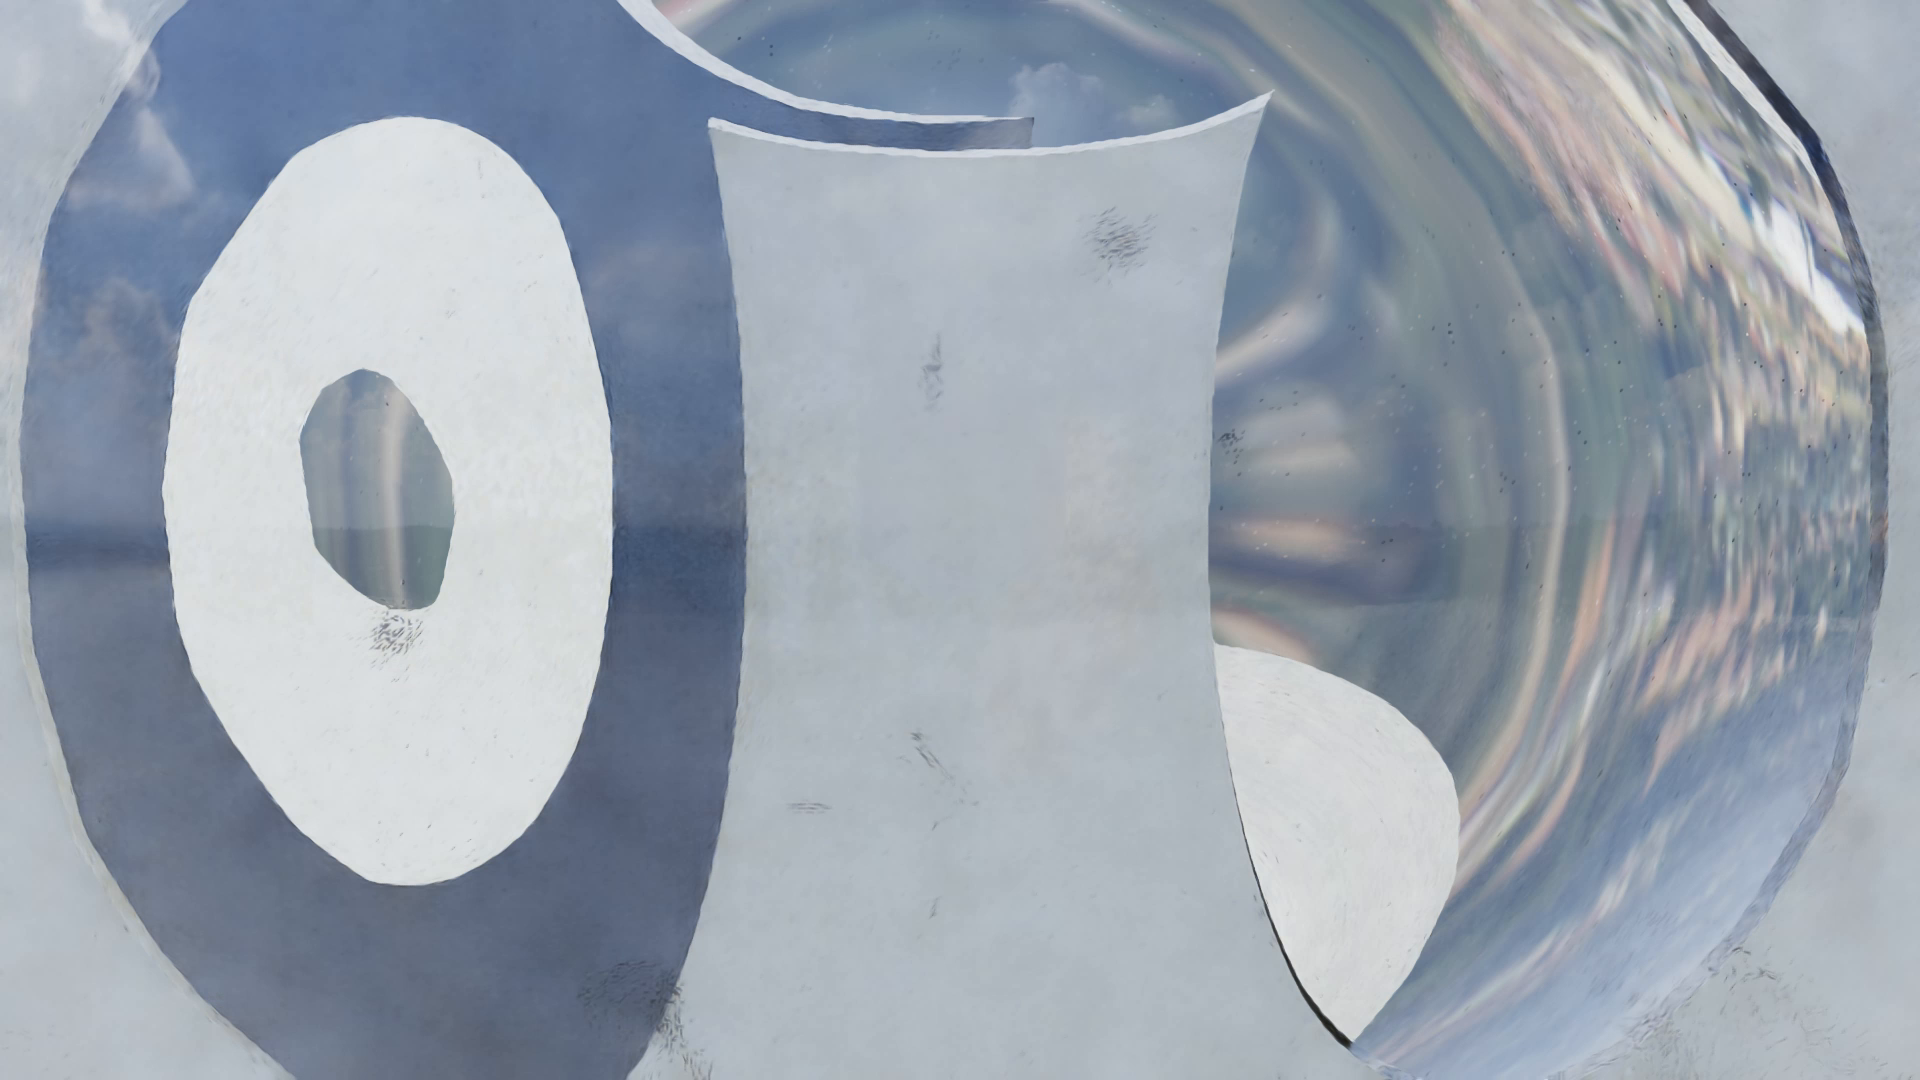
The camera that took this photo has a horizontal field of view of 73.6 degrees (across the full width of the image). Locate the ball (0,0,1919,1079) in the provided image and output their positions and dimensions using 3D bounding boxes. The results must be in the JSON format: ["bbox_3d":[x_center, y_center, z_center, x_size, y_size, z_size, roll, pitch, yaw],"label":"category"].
[{"bbox_3d":[0.000,-0.002,0.056,0.080,0.080,0.080,0,4,0],"label":"ball"}]

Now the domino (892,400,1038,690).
[{"bbox_3d":[0.001,0.001,0.224,0.025,0.050,0.009,0,4,1],"label":"domino"}]

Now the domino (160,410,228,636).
[{"bbox_3d":[-0.176,-0.005,0.296,0.009,0.050,0.025,-2,5,-26],"label":"domino"}]

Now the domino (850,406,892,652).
[{"bbox_3d":[-0.010,-0.003,0.270,0.025,0.050,0.010,-2,5,-28],"label":"domino"}]

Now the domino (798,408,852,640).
[{"bbox_3d":[-0.023,-0.004,0.289,0.025,0.050,0.009,-4,6,-43],"label":"domino"}]

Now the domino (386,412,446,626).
[{"bbox_3d":[-0.132,-0.006,0.313,0.009,0.050,0.025,-1,4,-17],"label":"domino"}]

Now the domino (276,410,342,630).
[{"bbox_3d":[-0.155,-0.005,0.305,0.009,0.050,0.025,-2,5,-20],"label":"domino"}]

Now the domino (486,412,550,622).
[{"bbox_3d":[-0.109,-0.006,0.318,0.009,0.050,0.025,-1,4,-8],"label":"domino"}]

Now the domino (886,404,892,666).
[{"bbox_3d":[-0.001,-0.001,0.248,0.025,0.050,0.010,-1,4,-14],"label":"domino"}]

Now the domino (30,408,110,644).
[{"bbox_3d":[-0.197,-0.004,0.285,0.009,0.050,0.025,-2,5,-27],"label":"domino"}]

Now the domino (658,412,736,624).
[{"bbox_3d":[-0.063,-0.006,0.314,0.009,0.050,0.025,1,4,17],"label":"domino"}]

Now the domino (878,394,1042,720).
[{"bbox_3d":[0.000,0.002,0.201,0.025,0.050,0.010,0,4,0],"label":"domino"}]

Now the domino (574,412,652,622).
[{"bbox_3d":[-0.086,-0.006,0.318,0.009,0.050,0.025,0,4,5],"label":"domino"}]

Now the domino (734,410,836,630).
[{"bbox_3d":[-0.041,-0.005,0.304,0.010,0.050,0.025,3,5,33],"label":"domino"}]
